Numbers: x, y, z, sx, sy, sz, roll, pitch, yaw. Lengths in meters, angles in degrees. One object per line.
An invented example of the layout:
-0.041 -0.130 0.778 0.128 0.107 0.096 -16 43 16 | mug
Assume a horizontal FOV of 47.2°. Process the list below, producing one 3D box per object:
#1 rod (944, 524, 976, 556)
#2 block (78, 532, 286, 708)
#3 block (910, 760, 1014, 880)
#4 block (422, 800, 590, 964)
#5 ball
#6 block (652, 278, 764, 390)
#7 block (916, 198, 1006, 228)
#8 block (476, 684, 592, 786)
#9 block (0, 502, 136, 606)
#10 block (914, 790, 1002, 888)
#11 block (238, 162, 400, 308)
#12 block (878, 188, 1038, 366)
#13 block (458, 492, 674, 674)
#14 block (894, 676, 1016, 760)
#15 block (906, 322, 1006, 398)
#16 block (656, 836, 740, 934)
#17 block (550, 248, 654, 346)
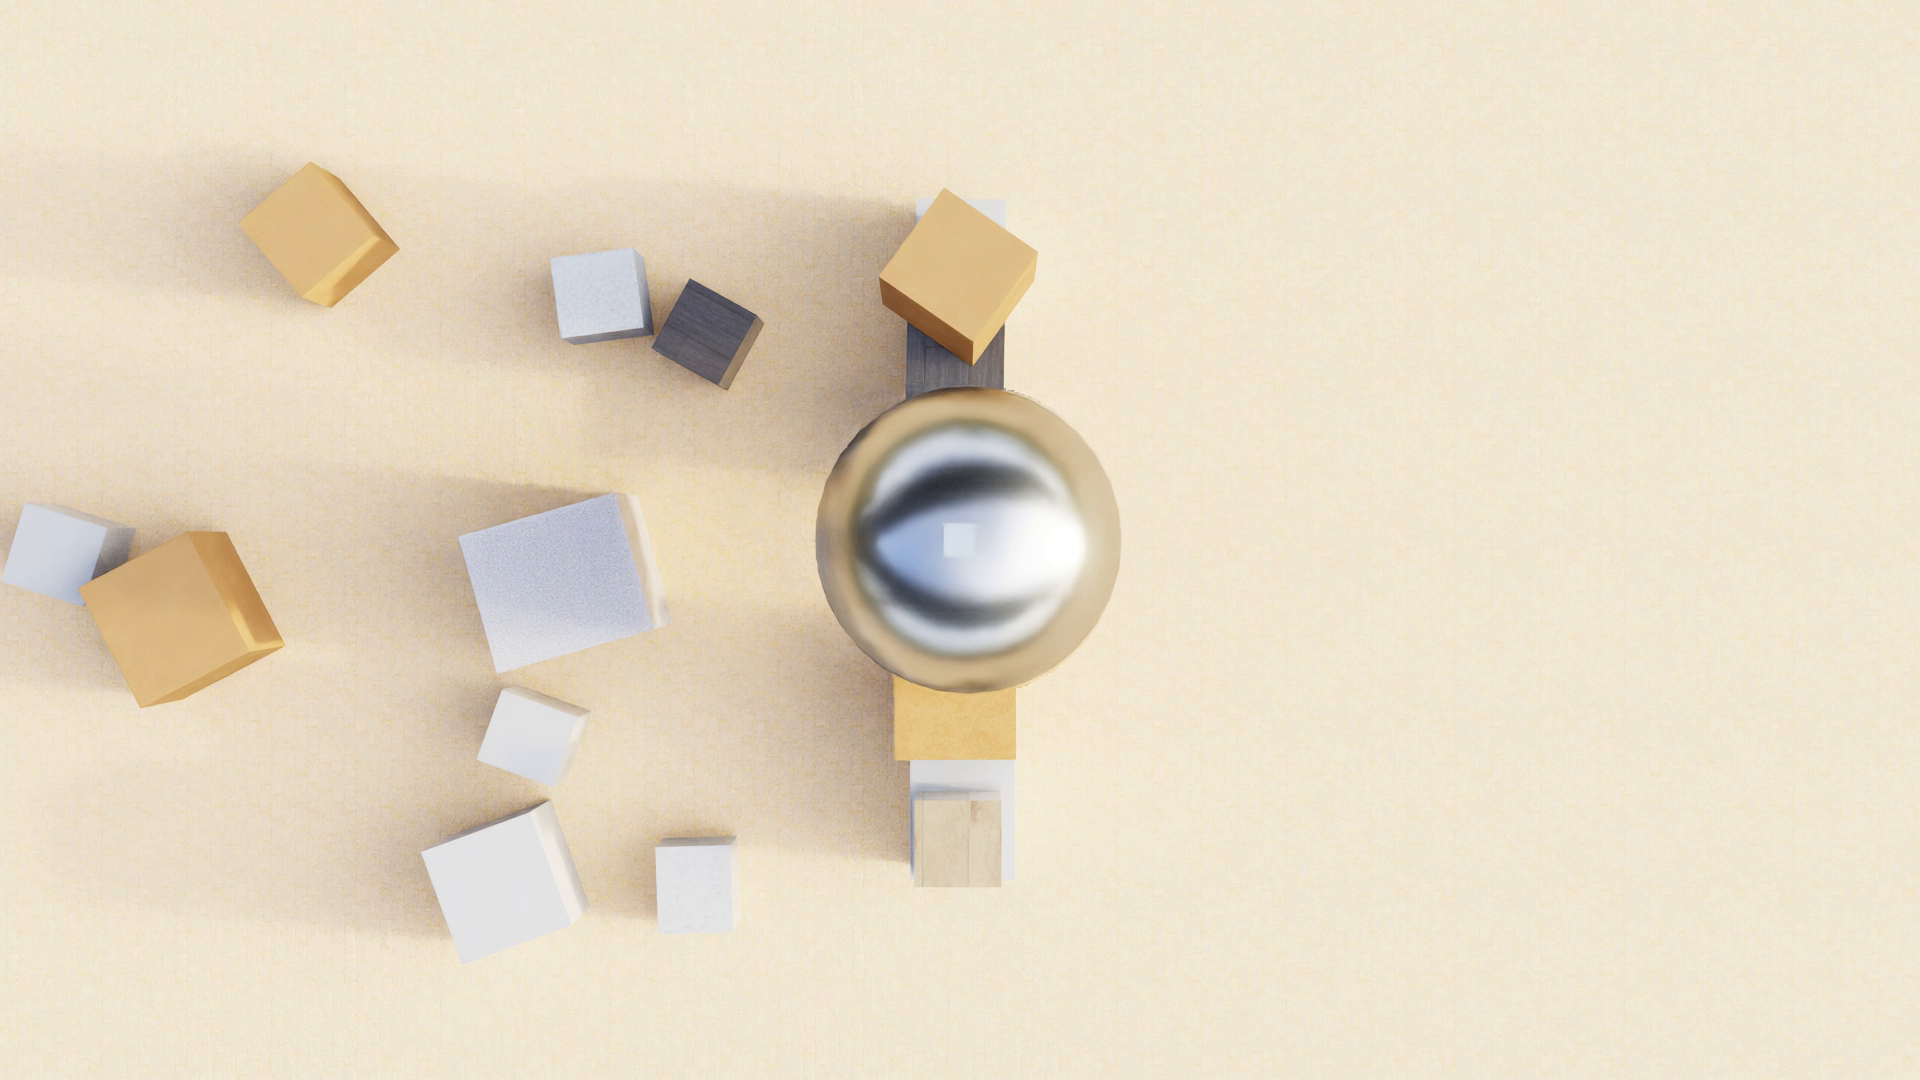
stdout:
0.019 0.000 8.022 0.080 5.200 0.080 0 90 0 | rod
-4.467 0.448 12.666 0.690 0.669 0.762 -28 90 0 | block
0.014 1.572 12.704 0.590 0.592 0.689 0 90 0 | block
-2.609 1.961 12.685 0.654 0.630 0.677 -20 90 0 | block
0.044 0.000 11.422 1.600 1.600 1.600 0 90 0 | ball
-1.456 -1.186 12.753 0.437 0.493 0.456 29 90 0 | block
0.004 -1.631 12.743 0.511 0.513 0.610 1 90 0 | block
-2.469 1.132 12.771 0.460 0.458 0.424 20 90 0 | block
-5.171 0.083 12.775 0.490 0.450 0.470 17 90 0 | block
-0.011 1.652 12.181 0.474 0.454 0.472 0 90 0 | block
-3.691 -1.754 12.704 0.537 0.593 0.551 -41 90 0 | block
-0.008 -1.441 12.124 0.623 0.614 0.607 35 83 4 | block
-2.232 0.238 12.572 0.897 0.855 0.787 -16 90 0 | block
-0.026 0.880 12.589 0.672 0.823 0.677 0 90 0 | block
-0.025 -1.049 12.708 0.554 0.583 0.539 1 90 0 | block
-1.522 2.004 12.799 0.431 0.402 0.499 -2 90 0 | block
-2.073 -1.411 12.776 0.477 0.448 0.460 -7 90 0 | block
